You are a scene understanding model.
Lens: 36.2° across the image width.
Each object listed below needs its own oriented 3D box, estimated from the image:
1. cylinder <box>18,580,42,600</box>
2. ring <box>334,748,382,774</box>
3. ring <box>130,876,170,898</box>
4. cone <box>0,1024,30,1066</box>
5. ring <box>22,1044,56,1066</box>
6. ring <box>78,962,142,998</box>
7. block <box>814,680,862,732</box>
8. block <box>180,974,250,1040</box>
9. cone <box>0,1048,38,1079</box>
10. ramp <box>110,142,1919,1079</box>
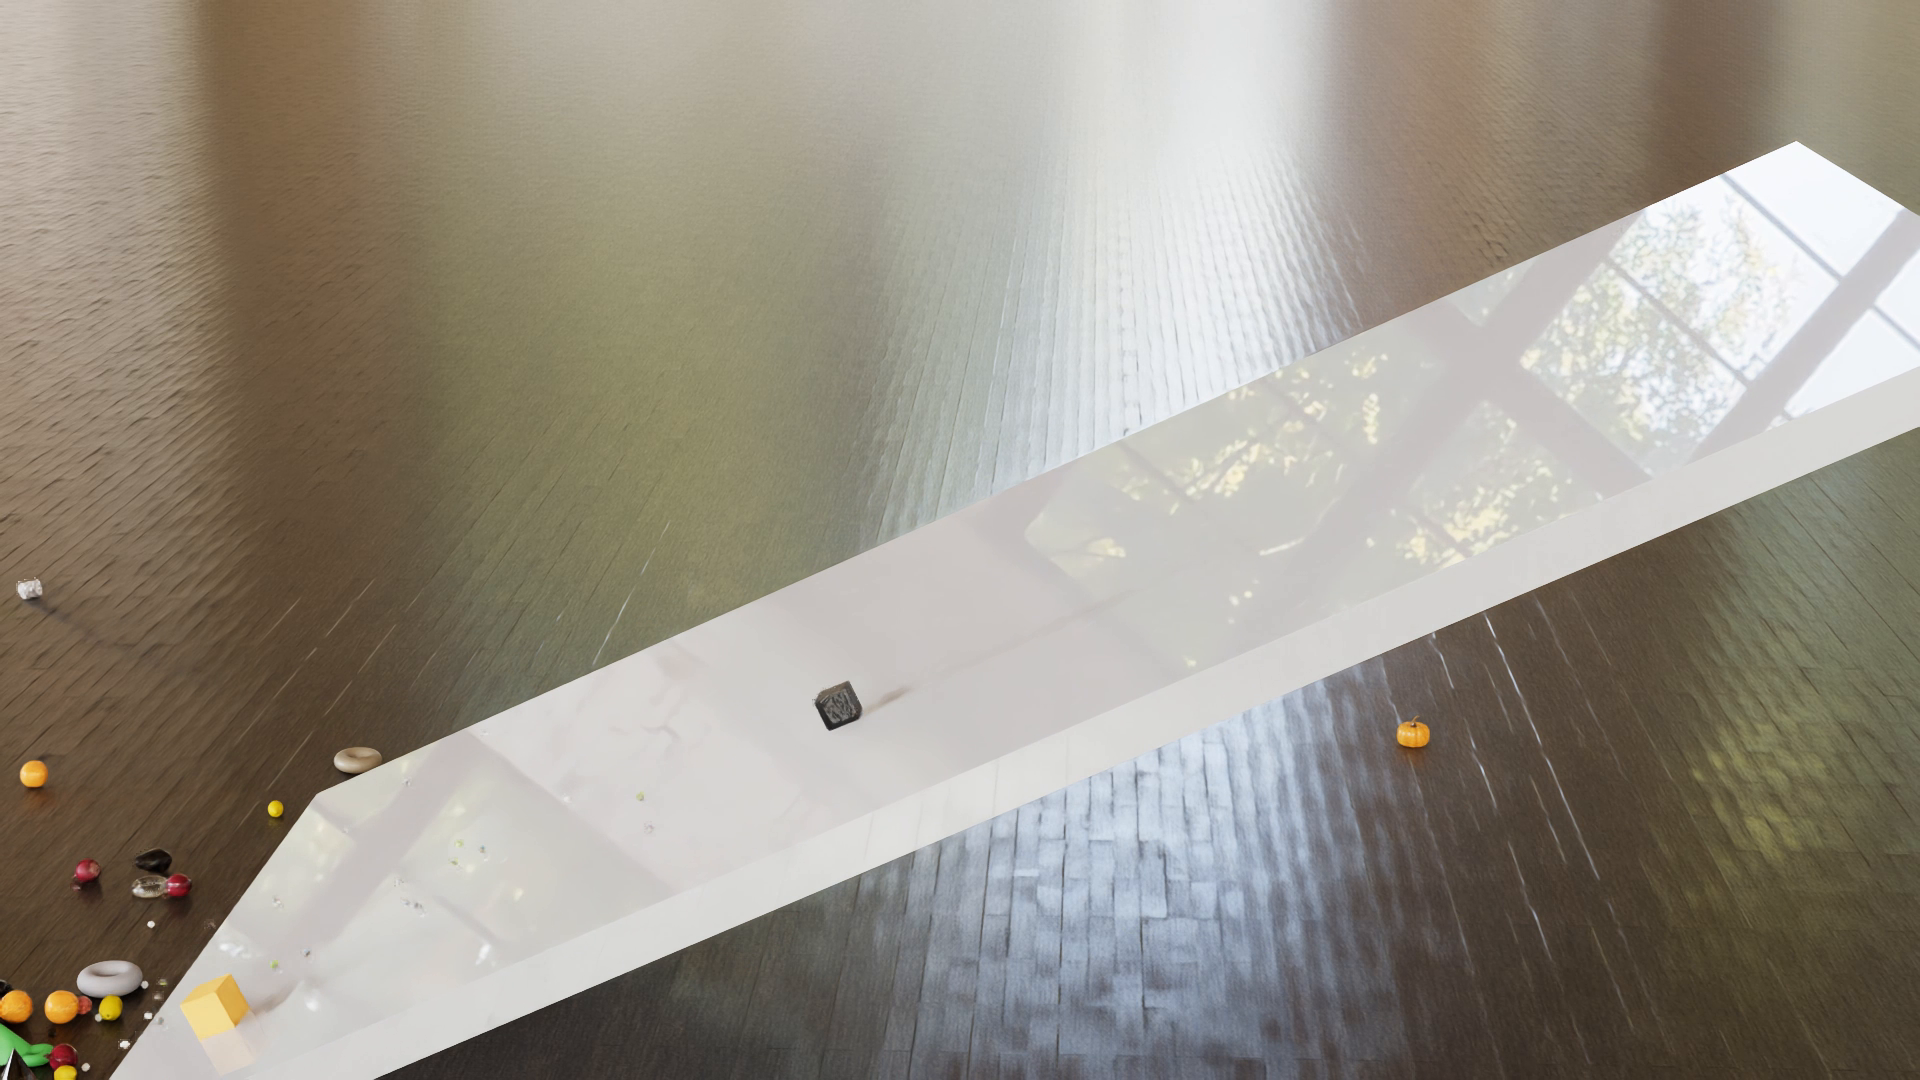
[{"bbox_3d":[-3.012,0.161,9.528,0.054,0.054,0.054,-14,21,-42],"label":"cylinder"},{"bbox_3d":[-1.635,0.598,7.987,0.130,0.043,0.130,1,15,0],"label":"ring"},{"bbox_3d":[-1.966,0.842,7.140,0.092,0.031,0.092,-1,15,0],"label":"ring"},{"bbox_3d":[-2.033,1.050,6.232,0.094,0.094,0.094,-16,17,5],"label":"cone"},{"bbox_3d":[-1.959,1.094,6.244,0.077,0.026,0.077,-5,16,2],"label":"ring"},{"bbox_3d":[-1.906,0.985,6.597,0.143,0.048,0.143,0,14,0],"label":"ring"},{"bbox_3d":[-0.247,0.337,5.976,0.066,0.066,0.066,-22,13,15],"label":"block"},{"bbox_3d":[-1.505,0.943,5.942,0.085,0.085,0.085,-23,13,14],"label":"block"},{"bbox_3d":[-1.960,1.096,6.107,0.096,0.096,0.096,0,16,0],"label":"cone"},{"bbox_3d":[0.135,0.169,6.282,4.000,0.100,2.000,-24,13,9],"label":"ramp"}]
